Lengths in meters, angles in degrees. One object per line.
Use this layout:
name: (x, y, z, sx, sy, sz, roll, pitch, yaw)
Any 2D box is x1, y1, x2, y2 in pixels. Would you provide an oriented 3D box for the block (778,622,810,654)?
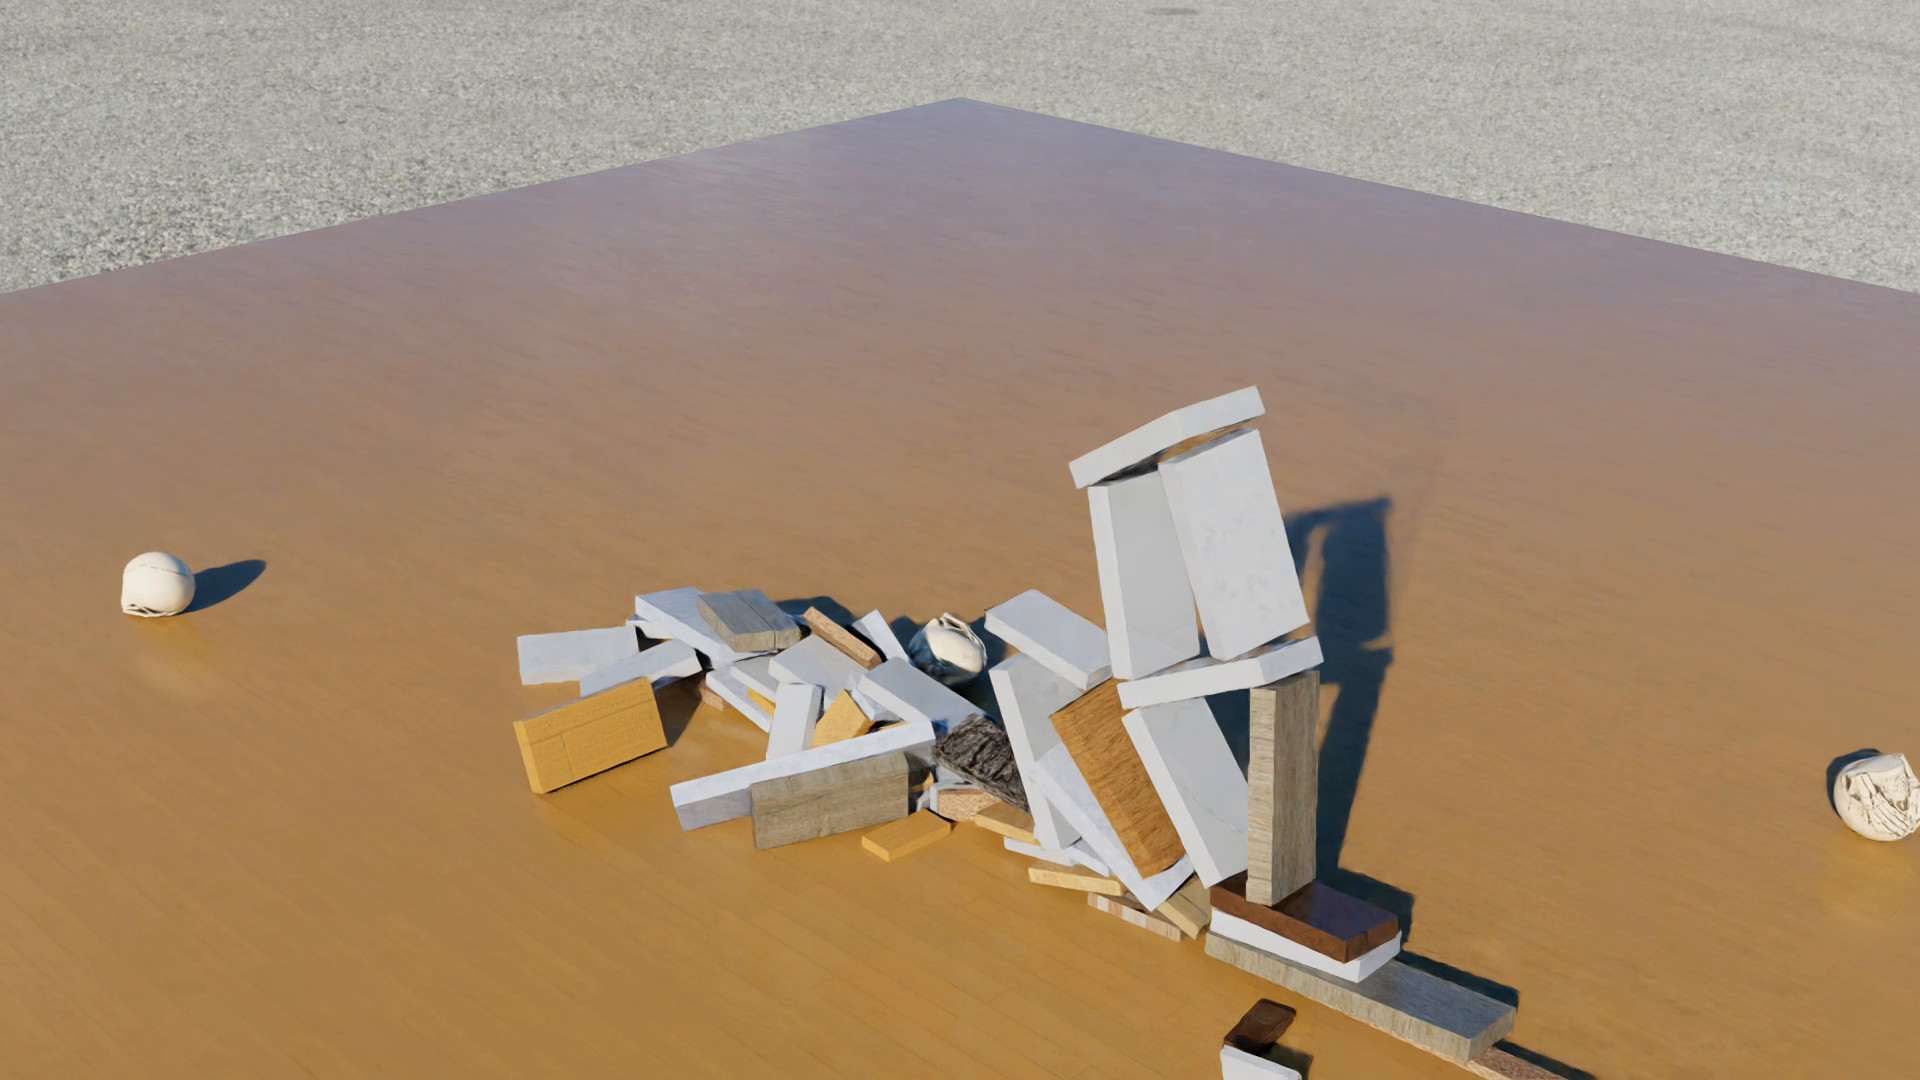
block: (-0.378, 0.254, 4.988, 0.068, 0.135, 0.019, 13, 11, 28)

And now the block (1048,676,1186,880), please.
block: (0.314, 0.427, 4.005, 0.169, 0.338, 0.048, -29, -2, -41)

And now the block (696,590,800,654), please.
block: (-0.468, 0.176, 4.845, 0.147, 0.042, 0.293, -5, 17, -22)

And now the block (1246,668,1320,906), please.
block: (0.567, 0.430, 3.855, 0.048, 0.385, 0.169, 7, 13, 35)

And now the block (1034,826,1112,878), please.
block: (0.240, 0.574, 4.181, 0.184, 0.026, 0.092, 24, 36, 37)

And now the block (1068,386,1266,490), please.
block: (0.357, -0.177, 3.845, 0.179, 0.051, 0.357, -18, -4, -29)

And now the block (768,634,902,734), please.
block: (-0.252, 0.309, 4.638, 0.281, 0.040, 0.140, 32, 38, 24)

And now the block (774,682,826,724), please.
block: (-0.250, 0.387, 4.665, 0.140, 0.040, 0.281, -21, 53, -40)

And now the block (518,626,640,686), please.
block: (-0.875, 0.265, 5.053, 0.270, 0.038, 0.135, -5, 36, -12)

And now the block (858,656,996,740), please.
block: (-0.067, 0.336, 4.501, 0.259, 0.037, 0.130, 31, 30, 20)

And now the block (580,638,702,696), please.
block: (-0.711, 0.298, 4.893, 0.270, 0.038, 0.135, -22, 24, -3)

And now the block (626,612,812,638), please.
block: (-0.566, 0.203, 5.194, 0.424, 0.038, 0.135, 2, 10, 5)

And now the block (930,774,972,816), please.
block: (0.000, 0.511, 4.469, 0.136, 0.068, 0.019, -17, 29, -34)

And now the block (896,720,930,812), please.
block: (-0.125, 0.450, 4.552, 0.140, 0.040, 0.281, -21, 47, -40)

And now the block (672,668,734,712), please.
block: (-0.564, 0.320, 4.968, 0.219, 0.031, 0.109, 21, 31, 40)

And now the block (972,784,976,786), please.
block: (0.156, 0.507, 4.374, 0.263, 0.018, 0.064, 17, 20, 9)

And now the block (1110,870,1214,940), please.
block: (0.392, 0.646, 4.074, 0.208, 0.029, 0.104, 37, 39, 28)

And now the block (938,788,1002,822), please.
block: (0.021, 0.533, 4.421, 0.128, 0.064, 0.018, -1, 26, -3)

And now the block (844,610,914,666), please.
block: (-0.195, 0.243, 4.828, 0.042, 0.147, 0.293, -34, 1, -19)

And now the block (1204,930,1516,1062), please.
block: (0.686, 0.763, 3.817, 0.535, 0.042, 0.149, 16, 23, 40)

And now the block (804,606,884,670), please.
block: (-0.244, 0.224, 4.710, 0.198, 0.099, 0.028, 33, 72, 30)

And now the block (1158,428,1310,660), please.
block: (0.472, 0.006, 3.776, 0.179, 0.357, 0.051, -23, 15, -23)

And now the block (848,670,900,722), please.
block: (-0.177, 0.325, 4.587, 0.069, 0.020, 0.139, -2, 38, -25)

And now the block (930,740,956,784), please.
block: (-0.052, 0.454, 4.517, 0.068, 0.019, 0.136, -8, 39, -31)

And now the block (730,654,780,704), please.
block: (-0.402, 0.307, 4.790, 0.188, 0.027, 0.094, 28, 36, 36)

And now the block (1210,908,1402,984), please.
block: (0.612, 0.692, 3.898, 0.298, 0.042, 0.149, 14, 21, 37)

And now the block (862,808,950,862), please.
block: (-0.106, 0.584, 4.356, 0.162, 0.023, 0.081, -19, 30, -38)

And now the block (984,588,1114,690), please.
block: (0.184, 0.183, 4.091, 0.130, 0.037, 0.259, -25, 42, -39)

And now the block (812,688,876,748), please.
block: (-0.263, 0.415, 4.524, 0.028, 0.198, 0.099, 21, 20, -47)

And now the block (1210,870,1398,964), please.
block: (0.605, 0.653, 3.881, 0.149, 0.042, 0.298, -14, 23, -42)

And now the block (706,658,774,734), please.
block: (-0.450, 0.343, 4.859, 0.109, 0.031, 0.219, -21, 42, -40)

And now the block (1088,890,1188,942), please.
block: (0.354, 0.682, 4.115, 0.208, 0.029, 0.104, 17, 29, 35)

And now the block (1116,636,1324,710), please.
block: (0.460, 0.237, 3.915, 0.169, 0.048, 0.338, -15, 0, -43)

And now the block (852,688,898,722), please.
block: (-0.135, 0.329, 4.536, 0.162, 0.023, 0.081, -6, 40, -39)

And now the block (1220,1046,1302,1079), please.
block: (0.494, 0.878, 3.601, 0.136, 0.068, 0.019, 14, 42, 31)

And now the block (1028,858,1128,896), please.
block: (0.246, 0.629, 4.184, 0.208, 0.029, 0.104, 2, 19, 38)

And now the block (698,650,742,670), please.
block: (-0.579, 0.254, 5.003, 0.109, 0.031, 0.219, -21, 16, -41)

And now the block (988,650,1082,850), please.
block: (0.176, 0.381, 4.136, 0.048, 0.365, 0.169, -5, 17, 45)

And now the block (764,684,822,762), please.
block: (-0.348, 0.399, 4.564, 0.099, 0.198, 0.028, -1, -16, 41)

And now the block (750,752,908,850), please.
block: (-0.256, 0.512, 4.319, 0.309, 0.154, 0.044, -11, 46, -14)

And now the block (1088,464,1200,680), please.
block: (0.336, 0.057, 3.997, 0.179, 0.357, 0.051, -18, 14, -38)

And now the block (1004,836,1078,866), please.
block: (0.182, 0.587, 4.268, 0.092, 0.026, 0.185, -21, 18, -38)

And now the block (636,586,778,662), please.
block: (-0.573, 0.187, 4.947, 0.147, 0.042, 0.399, -9, 20, -34)

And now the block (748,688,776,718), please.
block: (-0.365, 0.366, 4.787, 0.188, 0.027, 0.094, 38, 41, 27)

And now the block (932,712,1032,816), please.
block: (0.085, 0.440, 4.311, 0.259, 0.037, 0.130, 26, 46, 31)

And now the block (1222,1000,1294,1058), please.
block: (0.511, 0.839, 3.760, 0.068, 0.019, 0.136, 14, 27, 30)

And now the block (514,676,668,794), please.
block: (-0.770, 0.406, 4.600, 0.309, 0.154, 0.044, -19, 9, -38)

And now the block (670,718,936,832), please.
block: (-0.306, 0.467, 4.359, 0.523, 0.154, 0.044, -14, 65, -7)

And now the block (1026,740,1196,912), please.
block: (0.294, 0.503, 4.054, 0.338, 0.048, 0.169, 48, 48, 8)

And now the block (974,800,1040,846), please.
block: (0.123, 0.553, 4.326, 0.092, 0.026, 0.184, -19, 18, -34)

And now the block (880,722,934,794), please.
block: (-0.109, 0.443, 4.483, 0.081, 0.023, 0.162, -12, 49, -5)

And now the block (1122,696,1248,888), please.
block: (0.438, 0.445, 3.980, 0.169, 0.338, 0.048, -14, -17, -42)

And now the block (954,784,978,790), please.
block: (0.053, 0.525, 4.442, 0.128, 0.064, 0.018, 0, 26, 0)

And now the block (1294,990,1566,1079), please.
block: (0.914, 0.873, 3.579, 0.068, 0.019, 1.146, -14, 23, -42)
